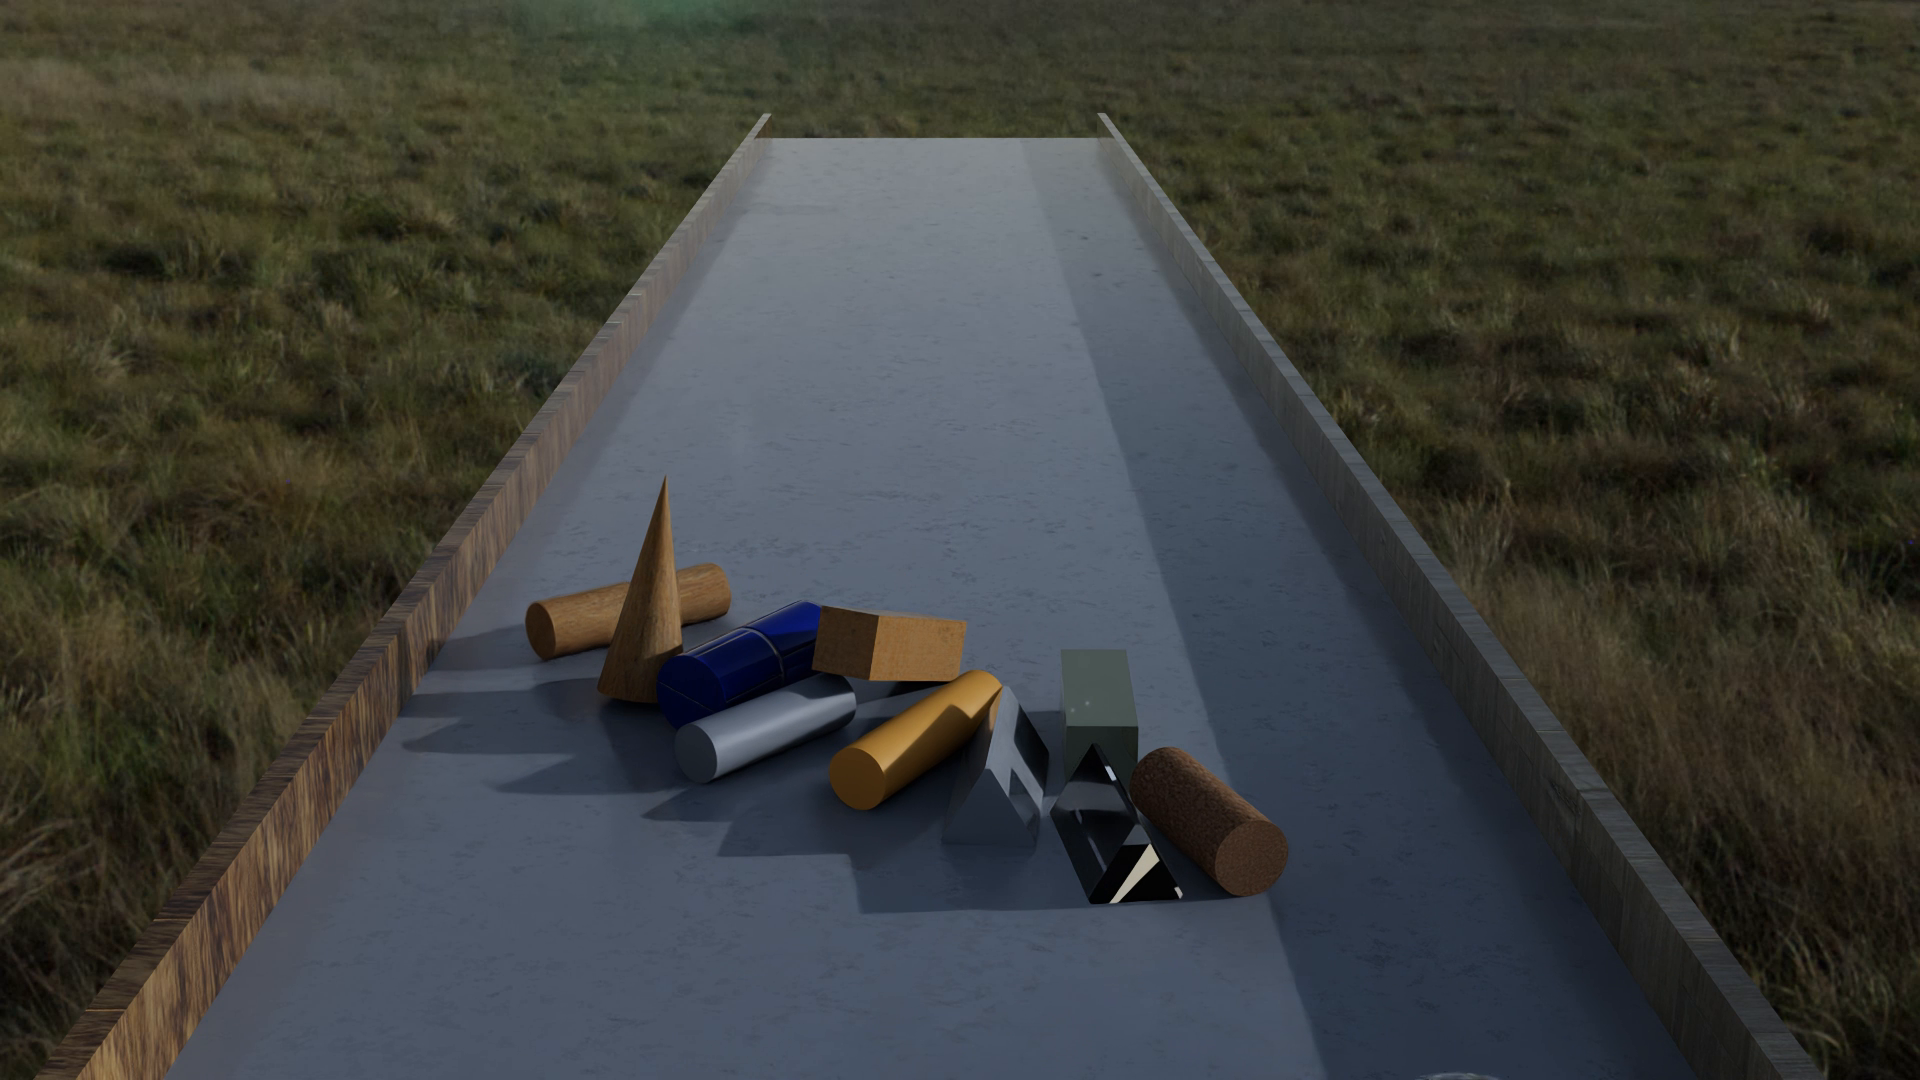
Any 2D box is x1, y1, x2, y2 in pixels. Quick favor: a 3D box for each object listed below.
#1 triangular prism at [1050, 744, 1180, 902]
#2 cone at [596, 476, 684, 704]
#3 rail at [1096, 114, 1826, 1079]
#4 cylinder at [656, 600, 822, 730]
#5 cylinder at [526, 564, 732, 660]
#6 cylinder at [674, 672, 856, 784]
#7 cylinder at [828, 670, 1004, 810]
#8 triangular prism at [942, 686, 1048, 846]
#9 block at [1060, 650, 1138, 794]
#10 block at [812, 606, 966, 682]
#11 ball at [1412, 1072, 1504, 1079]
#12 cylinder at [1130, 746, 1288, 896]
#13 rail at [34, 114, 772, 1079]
[{"bbox_3d":[0.246,0.443,3.504,0.145,0.126,0.332,-2,17,-8],"label":"triangular prism"},{"bbox_3d":[-0.579,0.082,4.163,0.173,0.424,0.173,7,8,-1],"label":"cone"},{"bbox_3d":[0.932,-0.844,7.801,0.050,0.150,12.000,0,17,-1],"label":"rail"},{"bbox_3d":[-0.391,0.239,4.143,0.159,0.159,0.376,10,19,30],"label":"cylinder"},{"bbox_3d":[-0.680,0.145,4.535,0.421,0.117,0.117,-14,21,-38],"label":"cylinder"},{"bbox_3d":[-0.344,0.331,3.927,0.107,0.107,0.352,13,21,38],"label":"cylinder"},{"bbox_3d":[-0.067,0.346,3.869,0.111,0.111,0.436,9,19,28],"label":"cylinder"},{"bbox_3d":[0.063,0.374,3.725,0.152,0.131,0.383,1,17,5],"label":"triangular prism"},{"bbox_3d":[0.246,0.319,3.940,0.122,0.122,0.392,0,17,1],"label":"block"},{"bbox_3d":[-0.128,0.197,4.144,0.118,0.118,0.389,9,0,24],"label":"block"},{"bbox_3d":[0.522,0.713,2.269,0.319,0.319,0.319,0,17,0],"label":"ball"},{"bbox_3d":[0.393,0.445,3.510,0.126,0.126,0.318,-6,18,-19],"label":"cylinder"},{"bbox_3d":[-1.118,-0.838,7.780,0.050,0.150,12.000,0,17,-1],"label":"rail"}]
